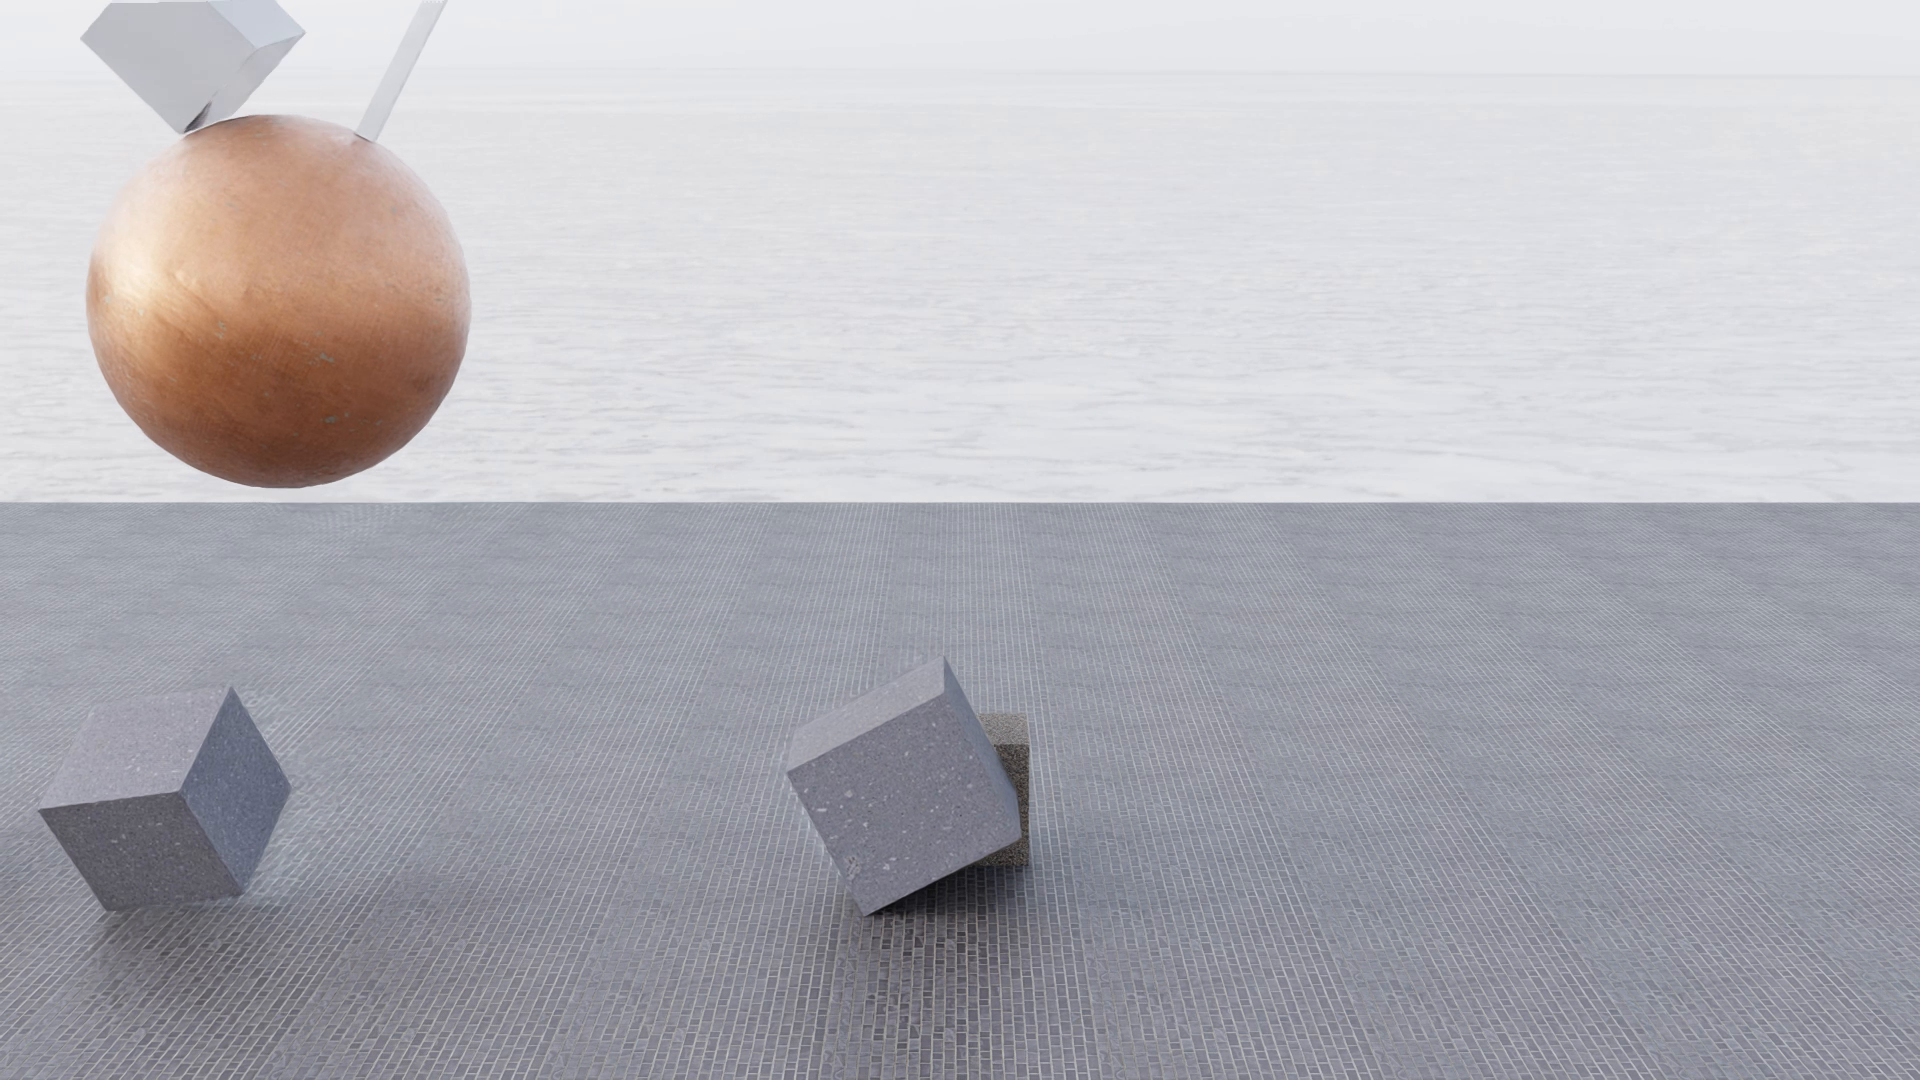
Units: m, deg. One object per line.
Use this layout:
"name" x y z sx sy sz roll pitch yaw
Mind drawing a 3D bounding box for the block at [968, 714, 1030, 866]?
"block" 0.013 1.136 11.749 0.591 0.562 0.562 0 10 0

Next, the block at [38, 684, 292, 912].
"block" -3.355 1.094 10.876 0.663 0.615 0.637 -8 37 15

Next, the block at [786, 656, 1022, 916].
"block" -0.238 1.049 11.085 0.745 0.708 0.701 -27 9 4

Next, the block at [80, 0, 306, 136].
"block" -3.224 -2.128 10.821 0.514 0.556 0.568 -43 8 17

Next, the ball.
"ball" -2.906 -1.018 10.995 1.600 1.600 1.600 0 10 0

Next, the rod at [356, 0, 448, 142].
"rod" -1.259 -3.944 10.463 0.080 5.200 0.080 29 9 -5
